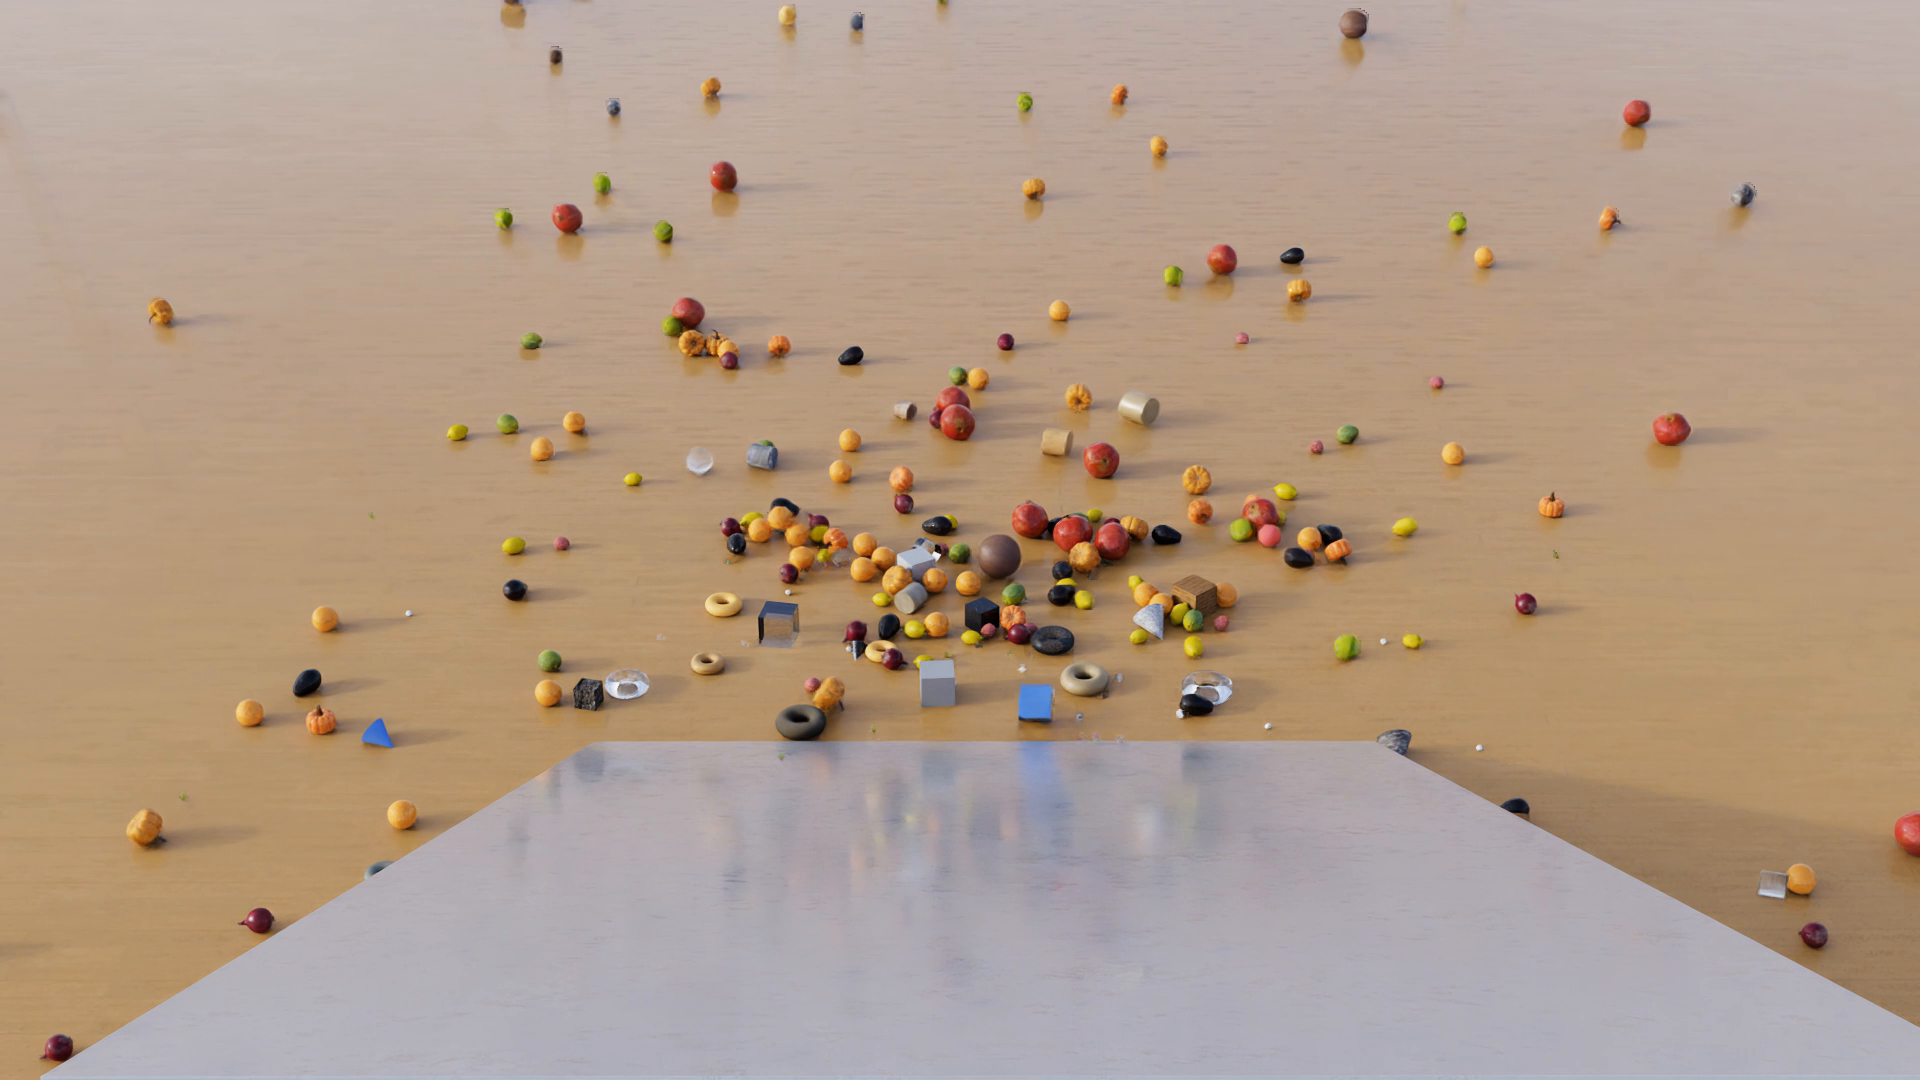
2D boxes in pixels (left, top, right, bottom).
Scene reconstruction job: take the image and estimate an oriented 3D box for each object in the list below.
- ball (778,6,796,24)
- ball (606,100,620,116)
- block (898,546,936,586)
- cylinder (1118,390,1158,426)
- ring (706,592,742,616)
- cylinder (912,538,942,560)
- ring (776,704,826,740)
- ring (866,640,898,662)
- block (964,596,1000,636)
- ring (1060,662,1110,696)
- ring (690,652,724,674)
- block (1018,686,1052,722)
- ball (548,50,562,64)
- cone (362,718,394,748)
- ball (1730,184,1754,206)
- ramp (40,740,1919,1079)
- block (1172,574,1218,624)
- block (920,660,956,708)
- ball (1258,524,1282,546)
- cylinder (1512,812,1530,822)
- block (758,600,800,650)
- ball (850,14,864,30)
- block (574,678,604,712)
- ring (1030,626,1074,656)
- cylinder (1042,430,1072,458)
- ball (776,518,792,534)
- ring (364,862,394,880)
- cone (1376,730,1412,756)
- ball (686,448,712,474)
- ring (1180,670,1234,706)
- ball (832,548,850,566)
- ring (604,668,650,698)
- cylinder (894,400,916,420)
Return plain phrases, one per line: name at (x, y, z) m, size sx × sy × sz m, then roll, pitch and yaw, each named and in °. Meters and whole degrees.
ball at (-0.811, -2.463, 12.137) m, size 0.087 × 0.087 × 0.087 m, roll 0°, pitch 29°, yaw 0°
ball at (-1.481, -1.843, 11.034) m, size 0.063 × 0.063 × 0.063 m, roll 0°, pitch 29°, yaw 0°
block at (-0.126, 0.083, 7.511) m, size 0.082 × 0.082 × 0.082 m, roll -17°, pitch 33°, yaw -27°
cylinder at (0.584, -0.430, 8.432) m, size 0.093 × 0.093 × 0.093 m, roll 23°, pitch 36°, yaw 36°
ring at (-0.674, 0.184, 7.376) m, size 0.105 × 0.035 × 0.105 m, roll 1°, pitch 29°, yaw -1°
cylinder at (-0.098, 0.030, 7.628) m, size 0.060 × 0.060 × 0.060 m, roll -23°, pitch 36°, yaw -35°
ring at (-0.420, 0.481, 6.825) m, size 0.135 × 0.045 × 0.135 m, roll -1°, pitch 29°, yaw 1°
ring at (-0.216, 0.308, 7.154) m, size 0.092 × 0.031 × 0.092 m, roll 1°, pitch 29°, yaw -1°
block at (0.063, 0.214, 7.286) m, size 0.069 × 0.069 × 0.069 m, roll -22°, pitch 36°, yaw -34°
ring at (0.338, 0.377, 7.014) m, size 0.134 × 0.045 × 0.134 m, roll -1°, pitch 29°, yaw 1°
ring at (-0.693, 0.338, 7.099) m, size 0.094 × 0.031 × 0.094 m, roll 1°, pitch 30°, yaw -1°
block at (0.200, 0.433, 6.836) m, size 0.084 × 0.084 × 0.084 m, roll 2°, pitch -10°, yaw 3°
ball at (-1.823, -2.179, 11.643) m, size 0.064 × 0.064 × 0.064 m, roll 0°, pitch 29°, yaw 0°
cone at (-1.510, 0.521, 6.762) m, size 0.077 × 0.077 × 0.077 m, roll 38°, pitch 40°, yaw 10°
ball at (3.057, -1.347, 10.105) m, size 0.088 × 0.088 × 0.088 m, roll 0°, pitch 29°, yaw 0°
ramp at (0.065, 0.580, 4.626) m, size 2.000 × 0.100 × 4.000 m, roll 0°, pitch 0°, yaw 0°
block at (0.666, 0.166, 7.350) m, size 0.090 × 0.090 × 0.090 m, roll -24°, pitch 37°, yaw -37°
block at (-0.061, 0.386, 6.951) m, size 0.090 × 0.090 × 0.090 m, roll -2°, pitch 29°, yaw -4°
ball at (0.923, -0.013, 7.700) m, size 0.067 × 0.067 × 0.067 m, roll 0°, pitch 29°, yaw 0°
cylinder at (1.381, 0.704, 6.409) m, size 0.054 × 0.054 × 0.054 m, roll 7°, pitch 29°, yaw 5°
block at (-0.506, 0.237, 7.218) m, size 0.093 × 0.093 × 0.093 m, roll 5°, pitch 29°, yaw 9°
ball at (-0.484, -2.418, 12.075) m, size 0.068 × 0.068 × 0.068 m, roll 0°, pitch 29°, yaw 0°
block at (-0.996, 0.414, 6.931) m, size 0.060 × 0.060 × 0.060 m, roll 7°, pitch 30°, yaw 13°
ring at (0.258, 0.279, 7.196) m, size 0.123 × 0.041 × 0.123 m, roll -1°, pitch 29°, yaw 1°
cylinder at (0.308, -0.308, 8.225) m, size 0.079 × 0.079 × 0.079 m, roll 10°, pitch 30°, yaw 17°
ball at (-0.531, -0.042, 7.770) m, size 0.050 × 0.050 × 0.050 m, roll 0°, pitch 29°, yaw 0°
ring at (-1.390, 0.810, 6.239) m, size 0.097 × 0.032 × 0.097 m, roll 1°, pitch 29°, yaw -1°
cone at (1.132, 0.553, 6.696) m, size 0.092 × 0.092 × 0.092 m, roll -2°, pitch 55°, yaw -4°
ball at (-0.818, -0.247, 8.112) m, size 0.081 × 0.081 × 0.081 m, roll 0°, pitch 29°, yaw 0°
ring at (0.666, 0.398, 6.972) m, size 0.143 × 0.048 × 0.143 m, roll 0°, pitch 27°, yaw 0°
ball at (-0.350, 0.052, 7.596) m, size 0.053 × 0.053 × 0.053 m, roll 0°, pitch 29°, yaw 0°
ring at (-0.901, 0.389, 6.997) m, size 0.123 × 0.041 × 0.123 m, roll 1°, pitch 28°, yaw 0°
cylinder at (-0.181, -0.425, 8.465) m, size 0.052 × 0.052 × 0.052 m, roll 19°, pitch 34°, yaw 31°
